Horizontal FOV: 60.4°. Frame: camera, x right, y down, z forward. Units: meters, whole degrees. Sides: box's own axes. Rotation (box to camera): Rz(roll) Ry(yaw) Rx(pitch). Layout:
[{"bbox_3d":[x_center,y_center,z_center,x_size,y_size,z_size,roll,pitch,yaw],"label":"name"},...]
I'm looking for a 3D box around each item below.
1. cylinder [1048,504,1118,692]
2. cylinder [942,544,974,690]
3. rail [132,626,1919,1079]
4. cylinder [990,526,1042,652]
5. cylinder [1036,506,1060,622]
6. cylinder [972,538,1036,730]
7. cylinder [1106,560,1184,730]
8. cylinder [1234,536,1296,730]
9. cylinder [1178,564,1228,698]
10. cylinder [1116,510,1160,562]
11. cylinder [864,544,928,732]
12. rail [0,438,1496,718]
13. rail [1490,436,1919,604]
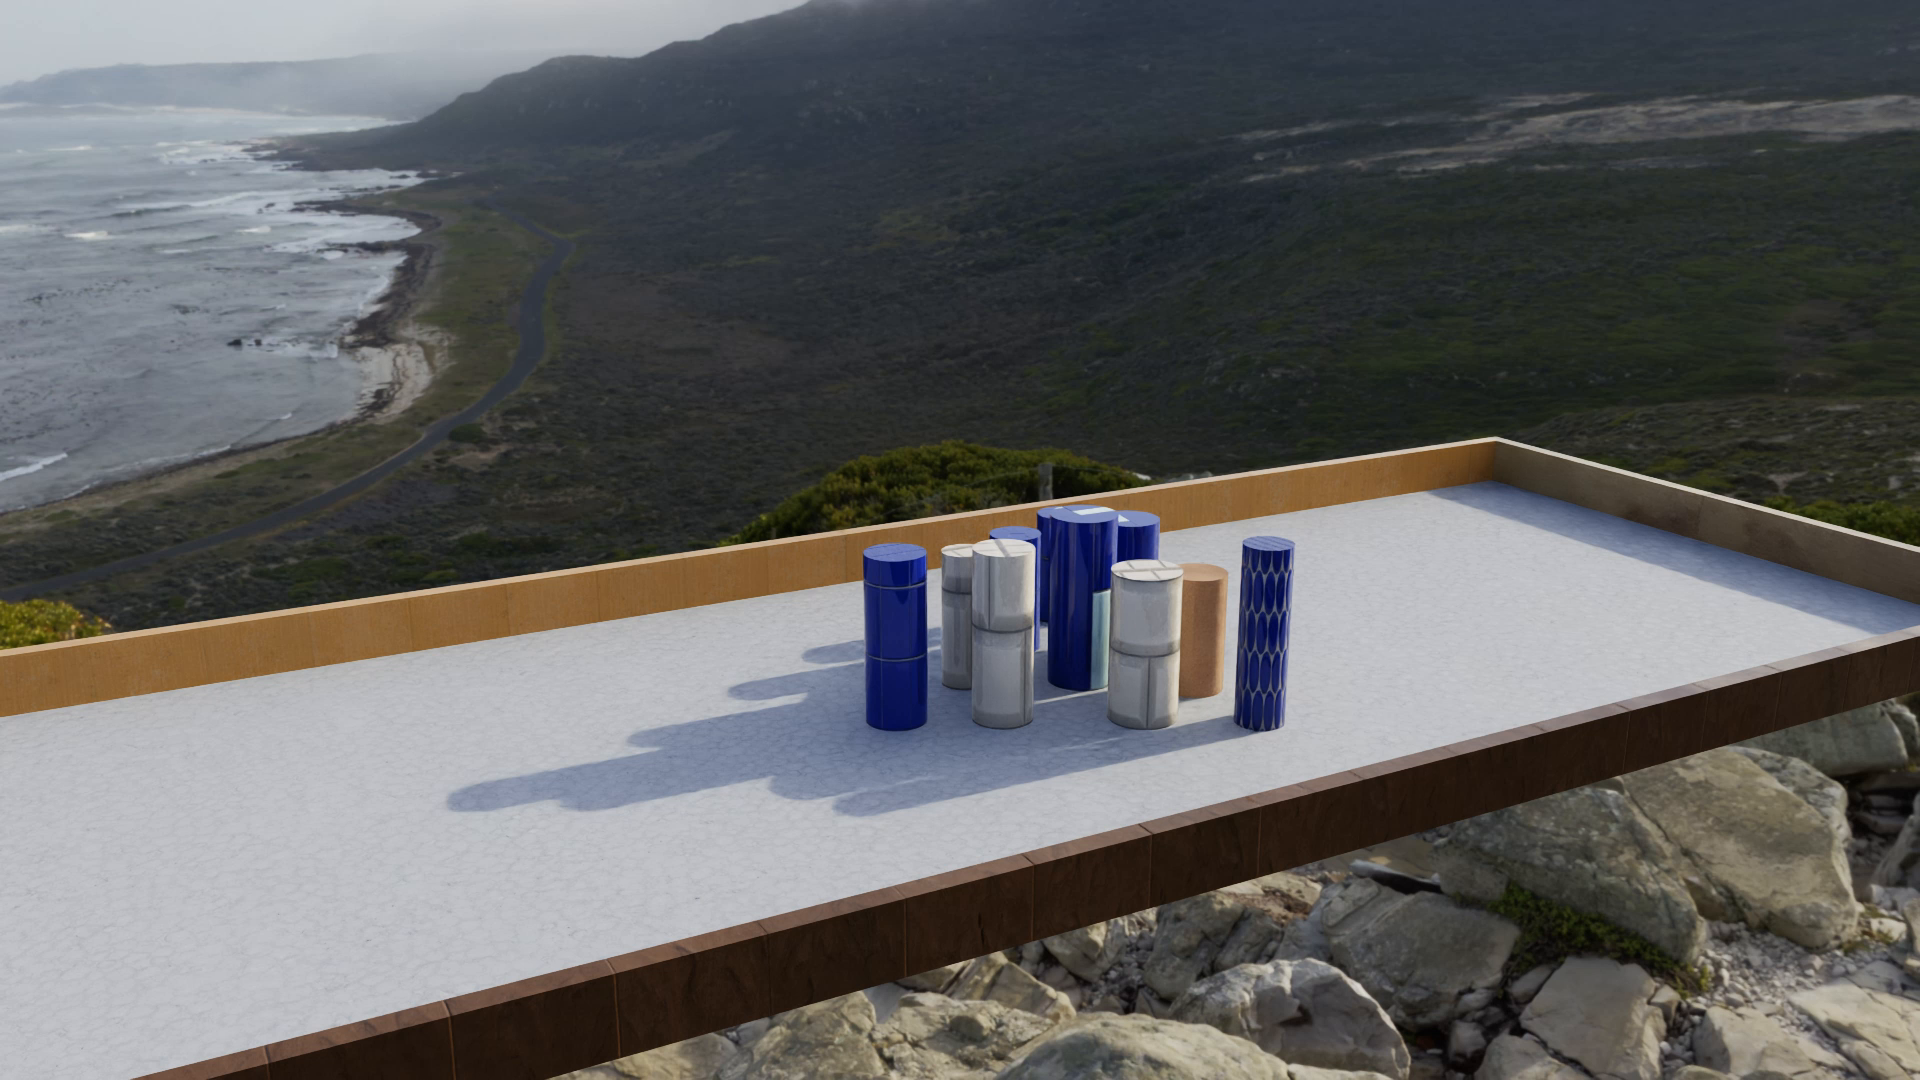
[{"bbox_3d":[0.304,0.143,4.102,0.169,0.432,0.169,0,16,0],"label":"cylinder"},{"bbox_3d":[0.011,0.191,4.093,0.114,0.345,0.114,0,16,0],"label":"cylinder"},{"bbox_3d":[-2.336,1.006,1.665,12.000,0.150,0.050,-9,18,-27],"label":"rail"},{"bbox_3d":[0.145,0.132,4.350,0.136,0.313,0.136,0,16,0],"label":"cylinder"},{"bbox_3d":[0.280,0.069,4.584,0.136,0.301,0.136,0,16,0],"label":"cylinder"},{"bbox_3d":[0.101,0.220,3.859,0.146,0.421,0.146,0,16,0],"label":"cylinder"},{"bbox_3d":[0.434,0.245,3.874,0.167,0.366,0.167,0,16,0],"label":"cylinder"},{"bbox_3d":[0.707,0.218,3.836,0.119,0.438,0.119,0,16,0],"label":"cylinder"},{"bbox_3d":[0.580,0.222,4.066,0.147,0.300,0.147,0,16,0],"label":"cylinder"},{"bbox_3d":[0.440,0.115,4.329,0.158,0.357,0.158,0,16,0],"label":"cylinder"},{"bbox_3d":[-0.150,0.226,3.850,0.147,0.414,0.147,0,16,0],"label":"cylinder"},{"bbox_3d":[-3.305,0.497,3.399,12.000,0.150,0.050,-9,18,-27],"label":"rail"},{"bbox_3d":[2.466,-0.048,5.253,0.050,0.150,2.100,-9,18,-27],"label":"rail"}]
